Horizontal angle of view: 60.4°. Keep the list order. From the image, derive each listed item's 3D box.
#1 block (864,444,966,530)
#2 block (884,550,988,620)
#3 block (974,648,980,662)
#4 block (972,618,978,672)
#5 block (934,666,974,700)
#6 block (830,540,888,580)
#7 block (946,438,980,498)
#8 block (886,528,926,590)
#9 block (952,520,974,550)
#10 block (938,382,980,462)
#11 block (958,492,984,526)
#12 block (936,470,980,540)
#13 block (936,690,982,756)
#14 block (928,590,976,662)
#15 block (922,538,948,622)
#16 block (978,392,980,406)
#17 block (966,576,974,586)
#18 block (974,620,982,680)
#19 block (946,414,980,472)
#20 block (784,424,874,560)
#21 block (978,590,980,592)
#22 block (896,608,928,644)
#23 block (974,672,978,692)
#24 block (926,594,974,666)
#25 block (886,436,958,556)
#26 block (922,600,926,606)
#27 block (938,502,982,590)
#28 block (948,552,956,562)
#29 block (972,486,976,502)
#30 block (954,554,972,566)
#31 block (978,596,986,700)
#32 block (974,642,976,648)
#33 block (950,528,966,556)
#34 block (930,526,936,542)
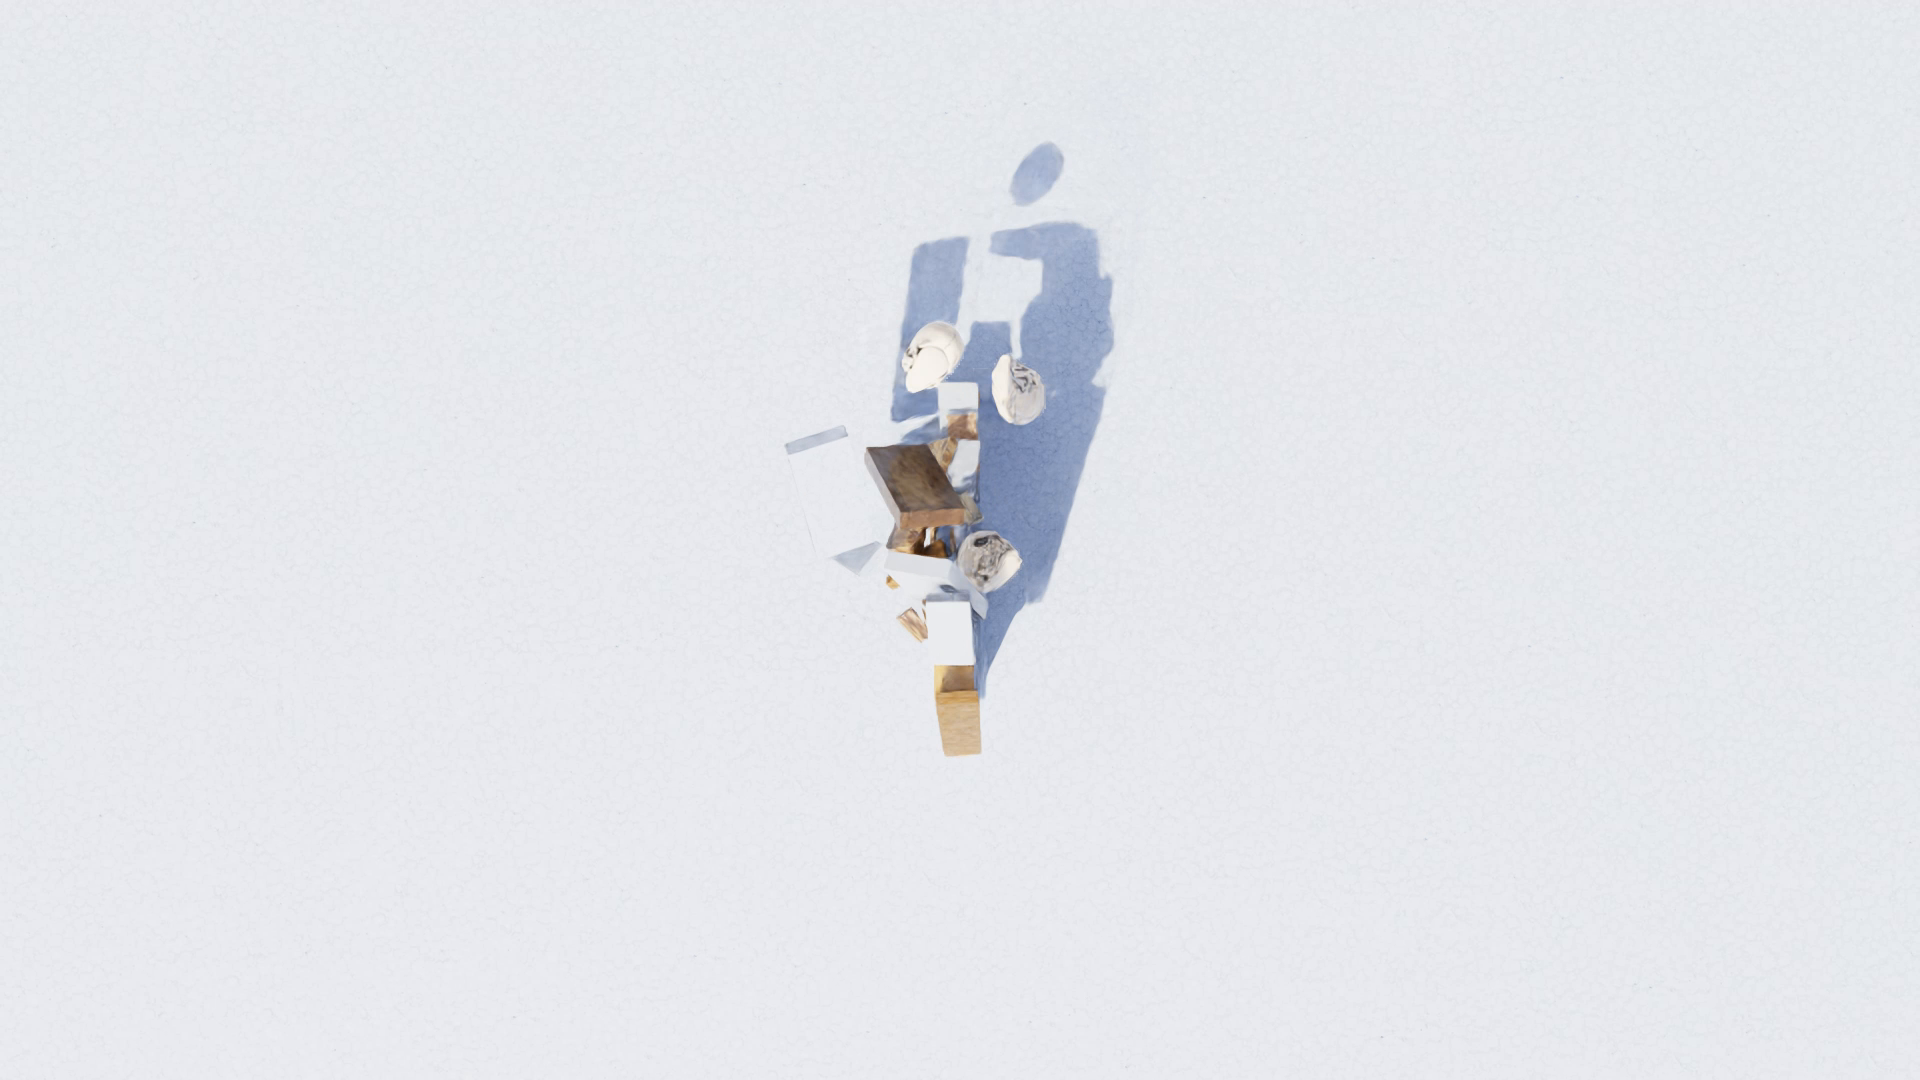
[{"bbox_3d":[-0.126,-0.149,4.458,0.177,0.355,0.050,-4,123,-18],"label":"block"},{"bbox_3d":[-0.059,0.125,4.418,0.177,0.355,0.050,8,72,21],"label":"block"},{"bbox_3d":[-0.001,0.328,4.595,0.107,0.213,0.030,-12,83,0],"label":"block"},{"bbox_3d":[0.003,0.292,4.712,0.085,0.024,0.169,-3,95,0],"label":"block"},{"bbox_3d":[-0.018,0.326,4.472,0.107,0.030,0.213,-2,92,0],"label":"block"},{"bbox_3d":[-0.309,0.041,5.022,0.113,0.227,0.032,-50,120,-8],"label":"block"},{"bbox_3d":[0.007,-0.222,5.121,0.091,0.026,0.182,7,74,1],"label":"block"},{"bbox_3d":[-0.160,0.039,4.971,0.113,0.227,0.032,-34,120,31],"label":"block"},{"bbox_3d":[0.010,-0.015,4.971,0.052,0.015,0.103,-7,52,-6],"label":"block"},{"bbox_3d":[-0.002,-0.371,5.229,0.126,0.036,0.252,-1,90,0],"label":"block"},{"bbox_3d":[0.025,-0.094,5.003,0.052,0.015,0.104,-25,65,-13],"label":"block"},{"bbox_3d":[-0.004,-0.101,5.152,0.134,0.038,0.268,0,54,0],"label":"block"},{"bbox_3d":[0.001,0.526,4.667,0.115,0.633,0.033,-2,70,1],"label":"block"},{"bbox_3d":[-0.023,0.233,4.369,0.115,0.033,0.230,-4,130,0],"label":"block"},{"bbox_3d":[-0.073,0.119,4.822,0.090,0.351,0.025,-28,122,12],"label":"block"},{"bbox_3d":[-0.001,-0.454,5.374,0.126,0.252,0.036,0,90,0],"label":"block"},{"bbox_3d":[0.002,0.169,4.840,0.085,0.256,0.024,-2,113,-1],"label":"block"},{"bbox_3d":[0.000,0.293,4.893,0.123,0.035,0.247,-1,93,0],"label":"block"},{"bbox_3d":[0.010,-0.305,5.172,0.091,0.026,0.182,-3,74,-2],"label":"block"},{"bbox_3d":[-0.376,-0.132,4.796,0.177,0.461,0.050,-18,50,-7],"label":"block"},{"bbox_3d":[0.000,0.133,5.096,0.123,0.398,0.035,0,112,0],"label":"block"},{"bbox_3d":[-0.121,0.229,4.433,0.048,0.014,0.096,-38,113,9],"label":"block"},{"bbox_3d":[-0.004,0.424,4.613,0.107,0.230,0.030,-3,66,0],"label":"block"},{"bbox_3d":[-0.026,0.235,4.317,0.115,0.033,0.230,0,131,3],"label":"block"},{"bbox_3d":[-0.119,-0.134,5.038,0.032,0.113,0.409,37,60,-26],"label":"block"},{"bbox_3d":[-0.055,0.192,4.503,0.048,0.135,0.014,2,69,26],"label":"block"},{"bbox_3d":[-0.003,0.019,5.014,0.134,0.038,0.268,0,74,0],"label":"block"},{"bbox_3d":[-0.047,0.077,4.917,0.013,0.095,0.047,32,51,-21],"label":"block"},{"bbox_3d":[0.003,-0.182,5.156,0.091,0.026,0.182,0,62,0],"label":"block"},{"bbox_3d":[0.002,0.058,4.933,0.047,0.095,0.013,-6,100,-8],"label":"block"},{"bbox_3d":[0.002,0.337,5.159,0.159,0.045,0.319,0,90,0],"label":"block"},{"bbox_3d":[-0.003,0.294,4.609,0.090,0.179,0.025,-12,88,0],"label":"block"},{"bbox_3d":[-0.009,0.006,4.972,0.047,0.013,0.094,0,52,-1],"label":"block"},{"bbox_3d":[-0.080,-0.049,5.000,0.015,0.052,0.103,3,103,5],"label":"block"}]
